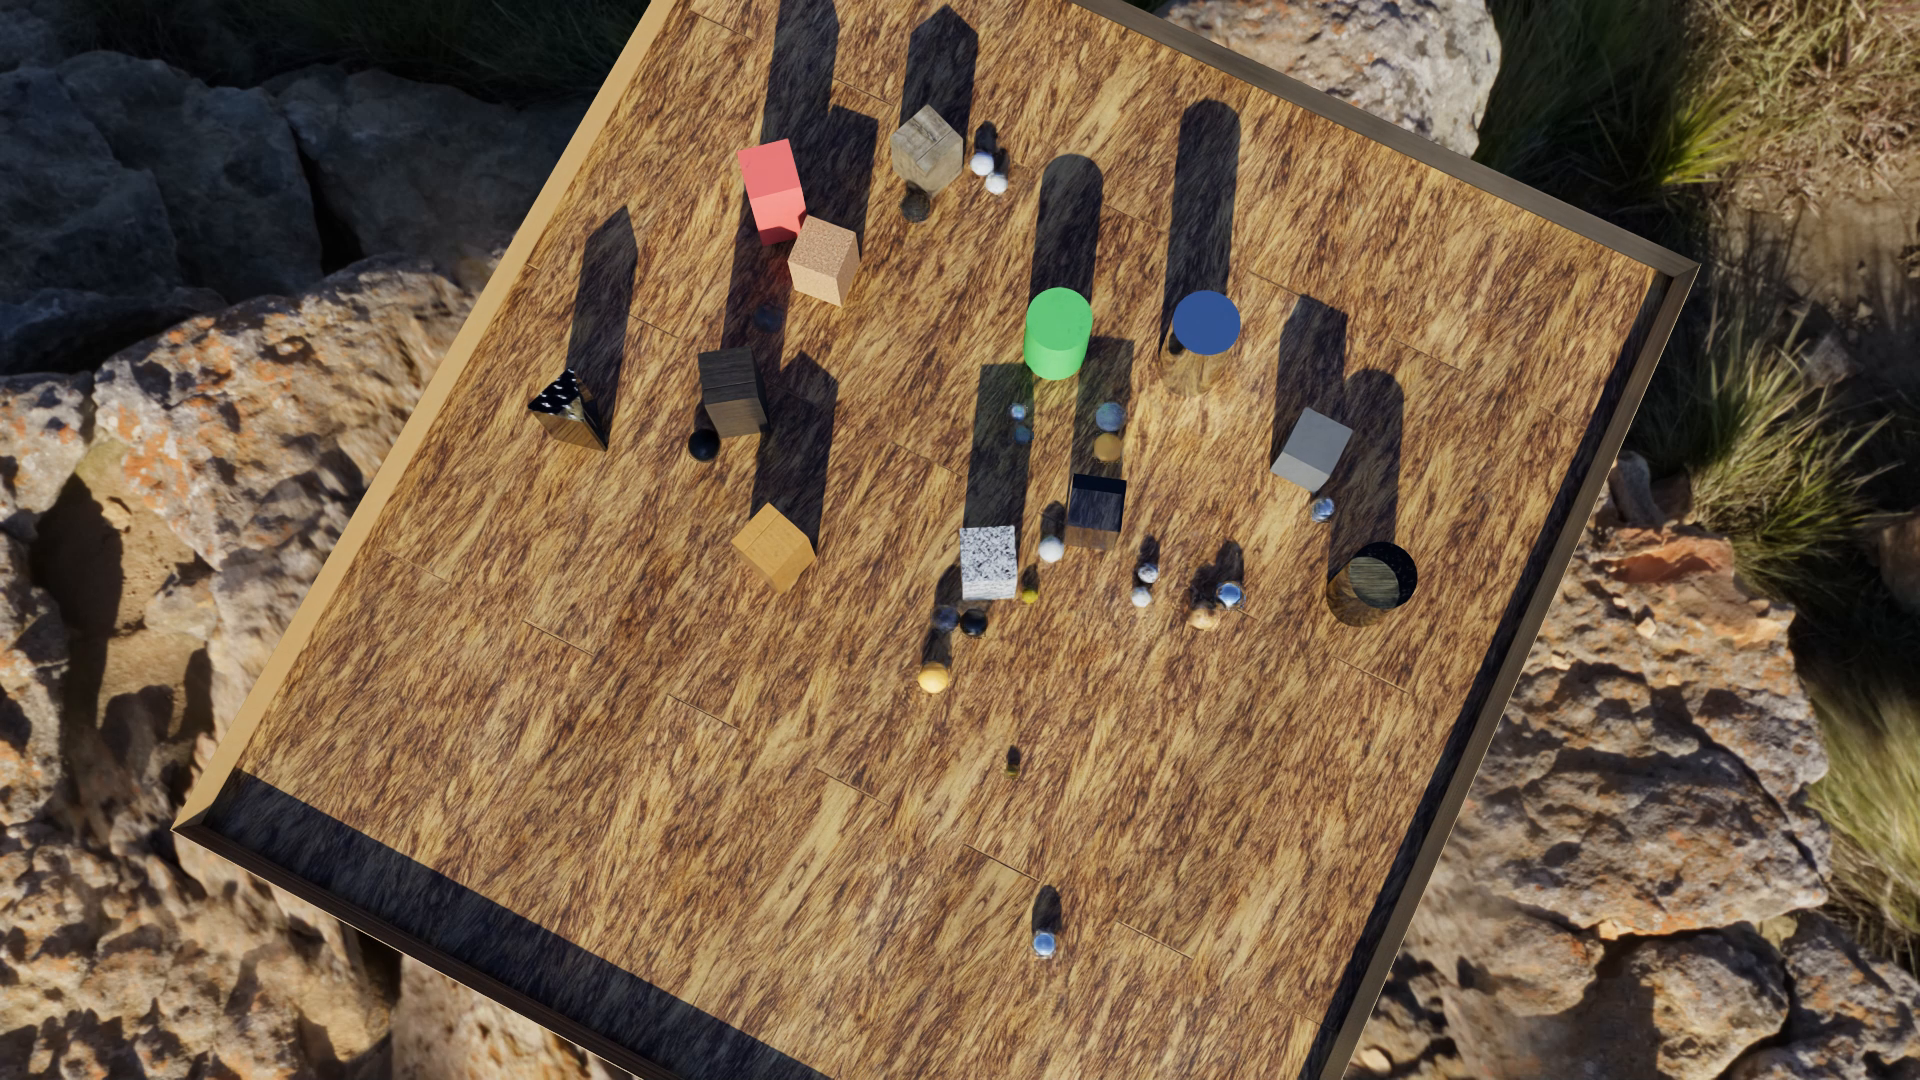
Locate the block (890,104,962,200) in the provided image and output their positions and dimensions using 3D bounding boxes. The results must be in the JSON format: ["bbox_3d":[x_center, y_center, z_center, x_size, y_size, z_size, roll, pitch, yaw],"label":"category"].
[{"bbox_3d":[-0.103,-1.207,5.736,0.158,0.255,0.158,-43,81,-8],"label":"block"}]

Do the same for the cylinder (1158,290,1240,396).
[{"bbox_3d":[0.715,-0.586,5.518,0.198,0.431,0.198,0,78,0],"label":"cylinder"}]

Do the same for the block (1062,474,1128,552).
[{"bbox_3d":[0.401,-0.081,5.491,0.158,0.279,0.158,8,78,2],"label":"block"}]

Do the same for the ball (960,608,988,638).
[{"bbox_3d":[0.042,0.250,5.521,0.086,0.086,0.086,0,78,0],"label":"ball"}]

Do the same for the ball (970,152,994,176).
[{"bbox_3d":[0.072,-1.194,5.814,0.077,0.077,0.077,0,78,0],"label":"ball"}]

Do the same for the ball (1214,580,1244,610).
[{"bbox_3d":[0.813,0.166,5.536,0.091,0.091,0.091,0,78,0],"label":"ball"}]

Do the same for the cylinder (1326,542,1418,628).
[{"bbox_3d":[1.213,0.135,5.417,0.198,0.335,0.198,0,78,0],"label":"cylinder"}]

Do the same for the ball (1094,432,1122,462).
[{"bbox_3d":[0.454,-0.285,5.630,0.090,0.090,0.090,0,78,0],"label":"ball"}]

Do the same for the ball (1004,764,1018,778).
[{"bbox_3d":[0.154,0.687,5.453,0.041,0.041,0.041,0,78,0],"label":"ball"}]

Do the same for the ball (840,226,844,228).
[{"bbox_3d":[-0.386,-0.952,5.774,0.077,0.077,0.077,0,78,0],"label":"ball"}]

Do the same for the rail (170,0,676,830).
[{"bbox_3d":[-1.466,-0.711,5.697,0.045,0.128,3.596,26,80,5],"label":"rail"}]

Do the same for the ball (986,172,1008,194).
[{"bbox_3d":[0.116,-1.134,5.815,0.072,0.072,0.072,0,78,0],"label":"ball"}]

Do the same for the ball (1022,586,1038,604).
[{"bbox_3d":[0.211,0.165,5.556,0.052,0.052,0.052,0,78,0],"label":"ball"}]

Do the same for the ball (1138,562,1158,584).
[{"bbox_3d":[0.572,0.101,5.564,0.063,0.063,0.063,0,78,0],"label":"ball"}]

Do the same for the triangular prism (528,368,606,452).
[{"bbox_3d":[-1.157,-0.401,5.522,0.171,0.349,0.148,15,79,3],"label":"triangular prism"}]

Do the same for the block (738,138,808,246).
[{"bbox_3d":[-0.569,-1.065,5.640,0.158,0.386,0.158,-15,79,-3],"label":"block"}]

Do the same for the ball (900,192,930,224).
[{"bbox_3d":[-0.140,-1.045,5.760,0.097,0.097,0.097,0,78,0],"label":"ball"}]

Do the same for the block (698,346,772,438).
[{"bbox_3d":[-0.676,-0.441,5.513,0.158,0.381,0.158,-9,78,-2],"label":"block"}]

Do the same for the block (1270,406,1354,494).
[{"bbox_3d":[1.062,-0.270,5.551,0.158,0.237,0.158,28,80,5],"label":"block"}]

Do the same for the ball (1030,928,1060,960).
[{"bbox_3d":[0.245,1.175,5.329,0.088,0.088,0.088,0,78,0],"label":"ball"}]

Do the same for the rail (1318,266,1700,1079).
[{"bbox_3d":[1.466,0.724,5.400,0.045,0.128,3.596,26,80,5],"label":"rail"}]

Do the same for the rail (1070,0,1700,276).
[{"bbox_3d":[0.793,-1.547,5.870,3.325,0.128,0.045,26,80,5],"label":"rail"}]

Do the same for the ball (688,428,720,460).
[{"bbox_3d":[-0.787,-0.293,5.627,0.099,0.099,0.099,0,78,0],"label":"ball"}]

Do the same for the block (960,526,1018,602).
[{"bbox_3d":[0.082,0.072,5.439,0.158,0.319,0.158,-3,78,-1],"label":"block"}]

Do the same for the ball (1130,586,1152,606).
[{"bbox_3d":[0.549,0.170,5.549,0.064,0.064,0.064,0,78,0],"label":"ball"}]

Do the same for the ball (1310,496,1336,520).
[{"bbox_3d":[1.109,-0.097,5.599,0.075,0.075,0.075,0,78,0],"label":"ball"}]

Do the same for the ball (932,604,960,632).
[{"bbox_3d":[-0.043,0.236,5.523,0.087,0.087,0.087,0,78,0],"label":"ball"}]

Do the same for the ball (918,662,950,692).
[{"bbox_3d":[-0.079,0.411,5.484,0.093,0.093,0.093,0,78,0],"label":"ball"}]

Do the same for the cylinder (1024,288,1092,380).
[{"bbox_3d":[0.296,-0.626,5.592,0.198,0.301,0.198,0,78,0],"label":"cylinder"}]

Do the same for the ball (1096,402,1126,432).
[{"bbox_3d":[0.465,-0.379,5.648,0.092,0.092,0.092,0,78,0],"label":"ball"}]

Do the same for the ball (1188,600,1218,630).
[{"bbox_3d":[0.734,0.226,5.525,0.088,0.088,0.088,0,78,0],"label":"ball"}]

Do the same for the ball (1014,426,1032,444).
[{"bbox_3d":[0.192,-0.322,5.655,0.056,0.056,0.056,0,78,0],"label":"ball"}]

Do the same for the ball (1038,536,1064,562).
[{"bbox_3d":[0.277,0.027,5.569,0.081,0.081,0.081,0,78,0],"label":"ball"}]

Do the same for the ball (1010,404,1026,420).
[{"bbox_3d":[0.180,-0.394,5.672,0.050,0.050,0.050,0,78,0],"label":"ball"}]

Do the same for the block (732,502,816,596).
[{"bbox_3d":[-0.552,0.029,5.457,0.158,0.301,0.158,41,81,8],"label":"block"}]

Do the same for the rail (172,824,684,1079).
[{"bbox_3d":[-0.793,1.561,5.227,3.325,0.128,0.045,26,80,5],"label":"rail"}]

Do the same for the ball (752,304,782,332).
[{"bbox_3d":[-0.602,-0.694,5.715,0.088,0.088,0.088,0,78,0],"label":"ball"}]

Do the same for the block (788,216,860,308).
[{"bbox_3d":[-0.418,-0.859,5.661,0.158,0.262,0.158,21,79,4],"label":"block"}]
